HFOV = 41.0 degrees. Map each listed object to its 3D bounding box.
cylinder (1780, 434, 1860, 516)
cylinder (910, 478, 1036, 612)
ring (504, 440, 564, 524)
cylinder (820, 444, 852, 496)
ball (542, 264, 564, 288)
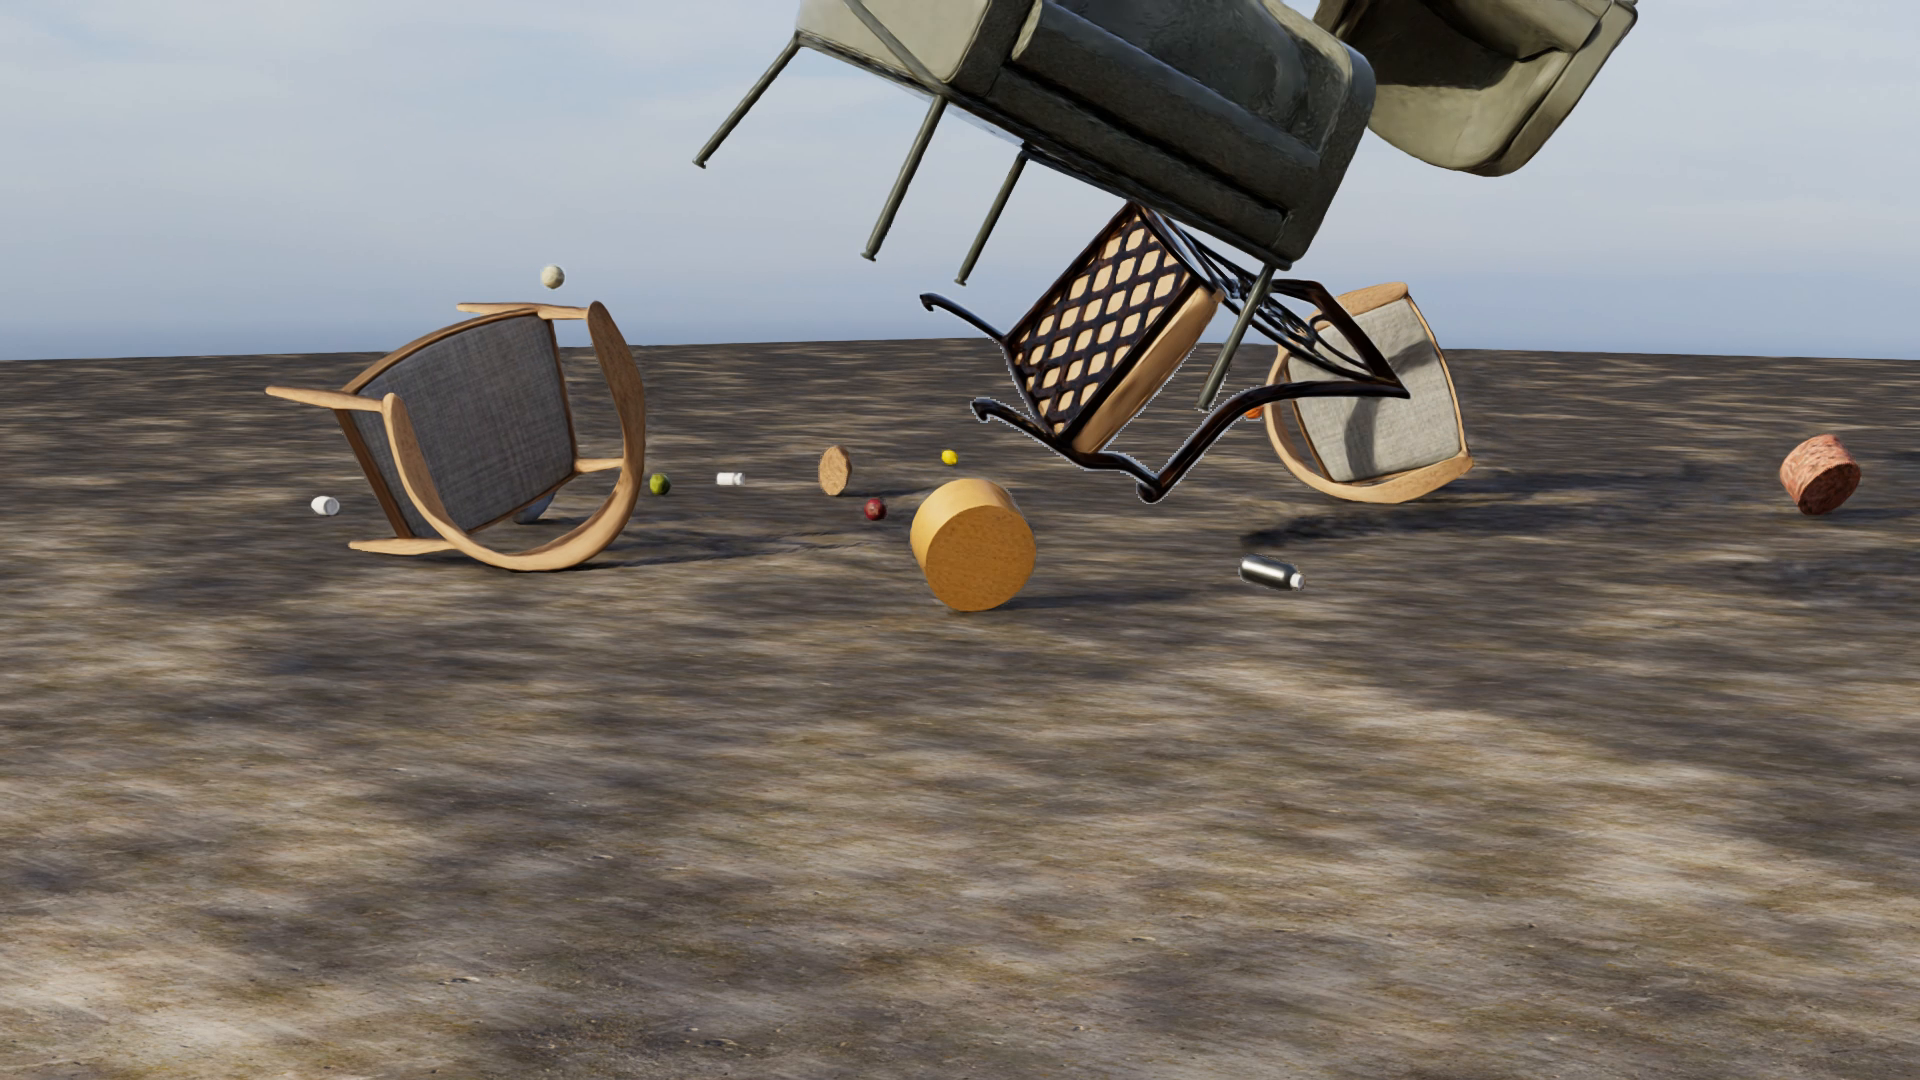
[{"bbox_3d":[2.346,-0.176,7.000,0.184,0.105,0.235,-24,-34,2],"label":"cylinder"},{"bbox_3d":[0.025,0.009,5.054,0.221,0.230,0.133,13,21,-20],"label":"cylinder"},{"bbox_3d":[-1.126,-0.154,6.798,0.072,0.234,0.322,29,-22,7],"label":"ring"},{"bbox_3d":[-0.372,-0.211,7.696,0.081,0.142,0.163,1,6,2],"label":"cylinder"},{"bbox_3d":[-1.104,-0.714,6.959,0.063,0.063,0.063,0,6,0],"label":"ball"}]
